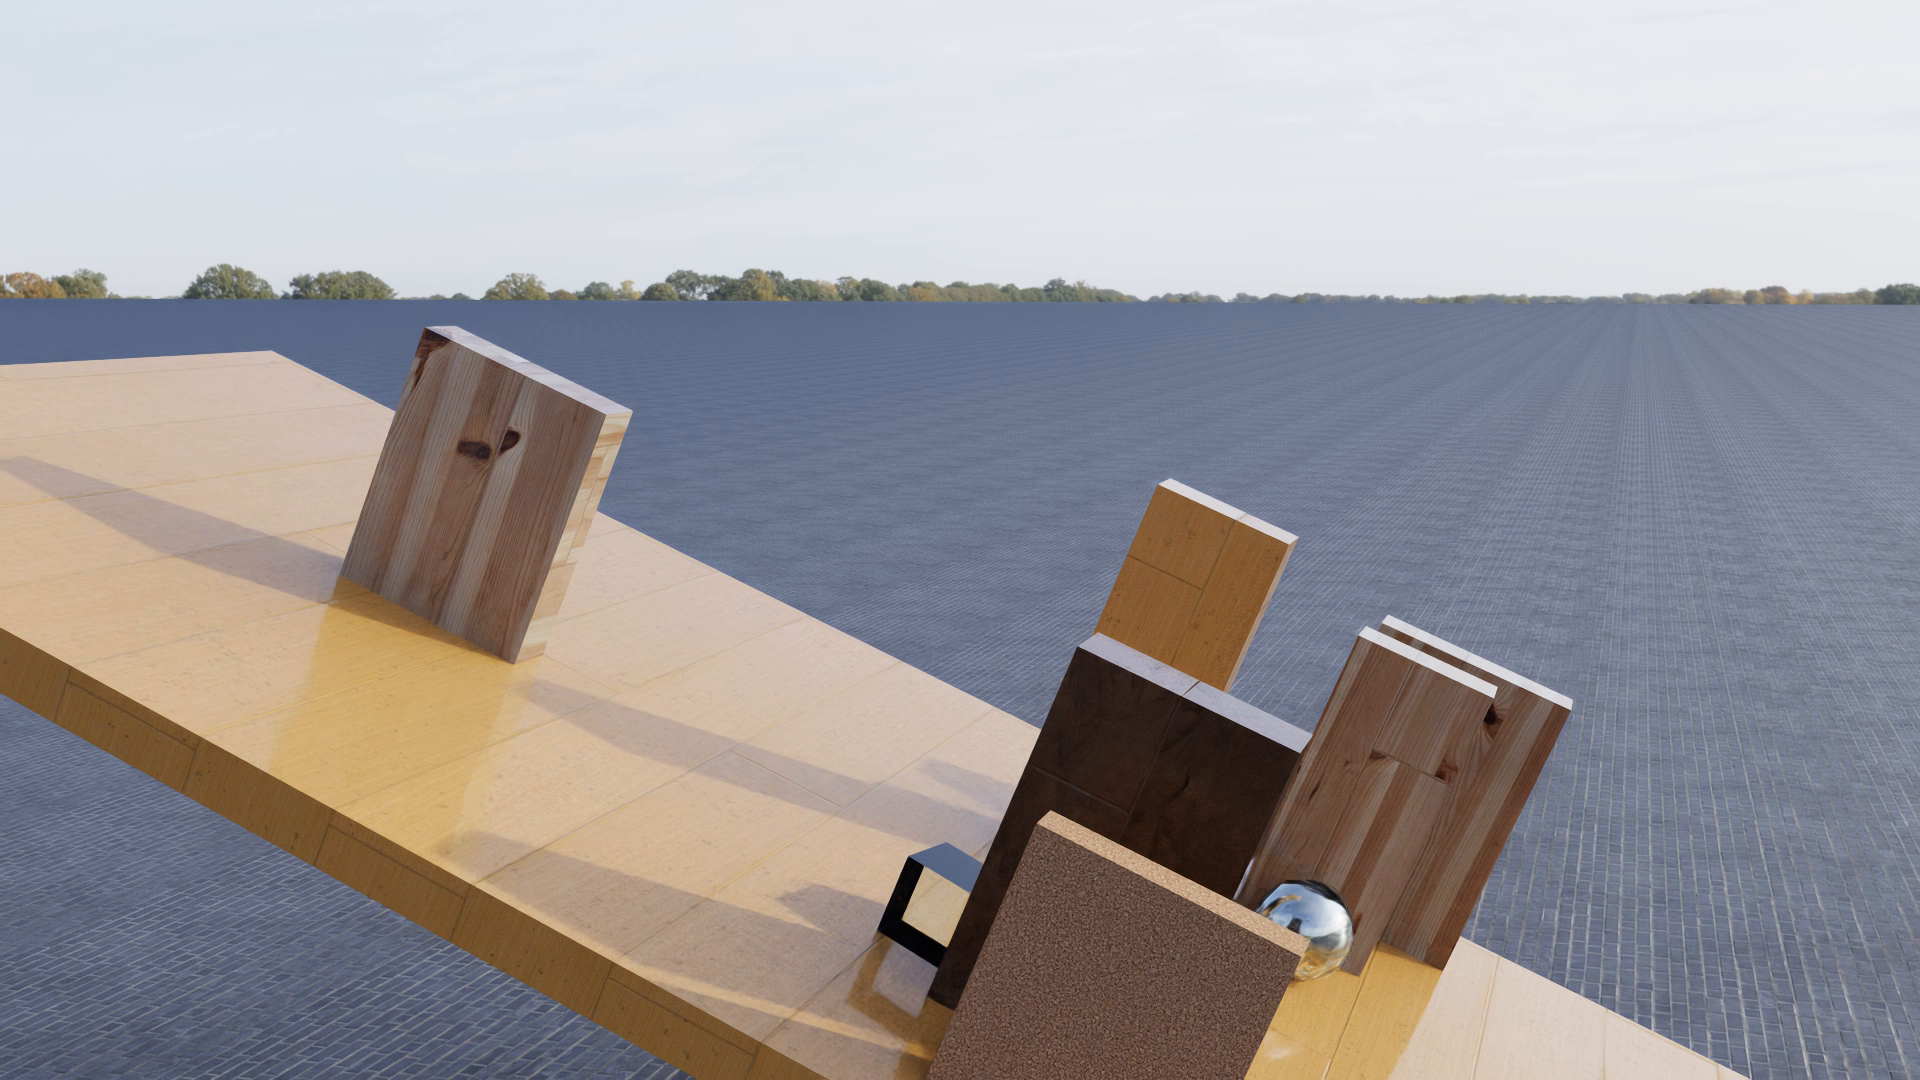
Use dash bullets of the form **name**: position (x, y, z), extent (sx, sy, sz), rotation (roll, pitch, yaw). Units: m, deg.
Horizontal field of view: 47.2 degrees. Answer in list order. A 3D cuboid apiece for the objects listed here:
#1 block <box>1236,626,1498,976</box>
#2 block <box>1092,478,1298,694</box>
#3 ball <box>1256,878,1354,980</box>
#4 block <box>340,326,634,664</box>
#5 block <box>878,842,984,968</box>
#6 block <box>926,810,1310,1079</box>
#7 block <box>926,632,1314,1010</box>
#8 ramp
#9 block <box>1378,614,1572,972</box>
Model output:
- **block**: position (0.802, 0.519, 4.380), extent (0.282, 0.625, 0.119), rotation (25, 13, 13)
- **block**: position (0.362, 0.294, 4.223), extent (0.269, 0.775, 0.119), rotation (25, 13, 13)
- **ball**: position (0.654, 0.744, 4.201), extent (0.191, 0.191, 0.191), rotation (0, 7, 0)
- **block**: position (-0.911, -0.089, 4.214), extent (0.406, 0.520, 0.113), rotation (25, 13, 13)
- **block**: position (-0.023, 0.616, 3.698), extent (0.143, 0.143, 0.143), rotation (28, 14, 23)
- **block**: position (0.223, 0.683, 3.182), extent (0.415, 0.435, 0.080), rotation (25, 13, 13)
- **block**: position (0.248, 0.516, 3.465), extent (0.373, 0.628, 0.138), rotation (25, 13, 13)
- **ramp**: position (-0.295, 0.517, 4.188), extent (4.000, 0.100, 2.000), rotation (25, 13, 13)
- **block**: position (0.957, 0.529, 4.621), extent (0.415, 0.616, 0.115), rotation (25, 13, 13)
